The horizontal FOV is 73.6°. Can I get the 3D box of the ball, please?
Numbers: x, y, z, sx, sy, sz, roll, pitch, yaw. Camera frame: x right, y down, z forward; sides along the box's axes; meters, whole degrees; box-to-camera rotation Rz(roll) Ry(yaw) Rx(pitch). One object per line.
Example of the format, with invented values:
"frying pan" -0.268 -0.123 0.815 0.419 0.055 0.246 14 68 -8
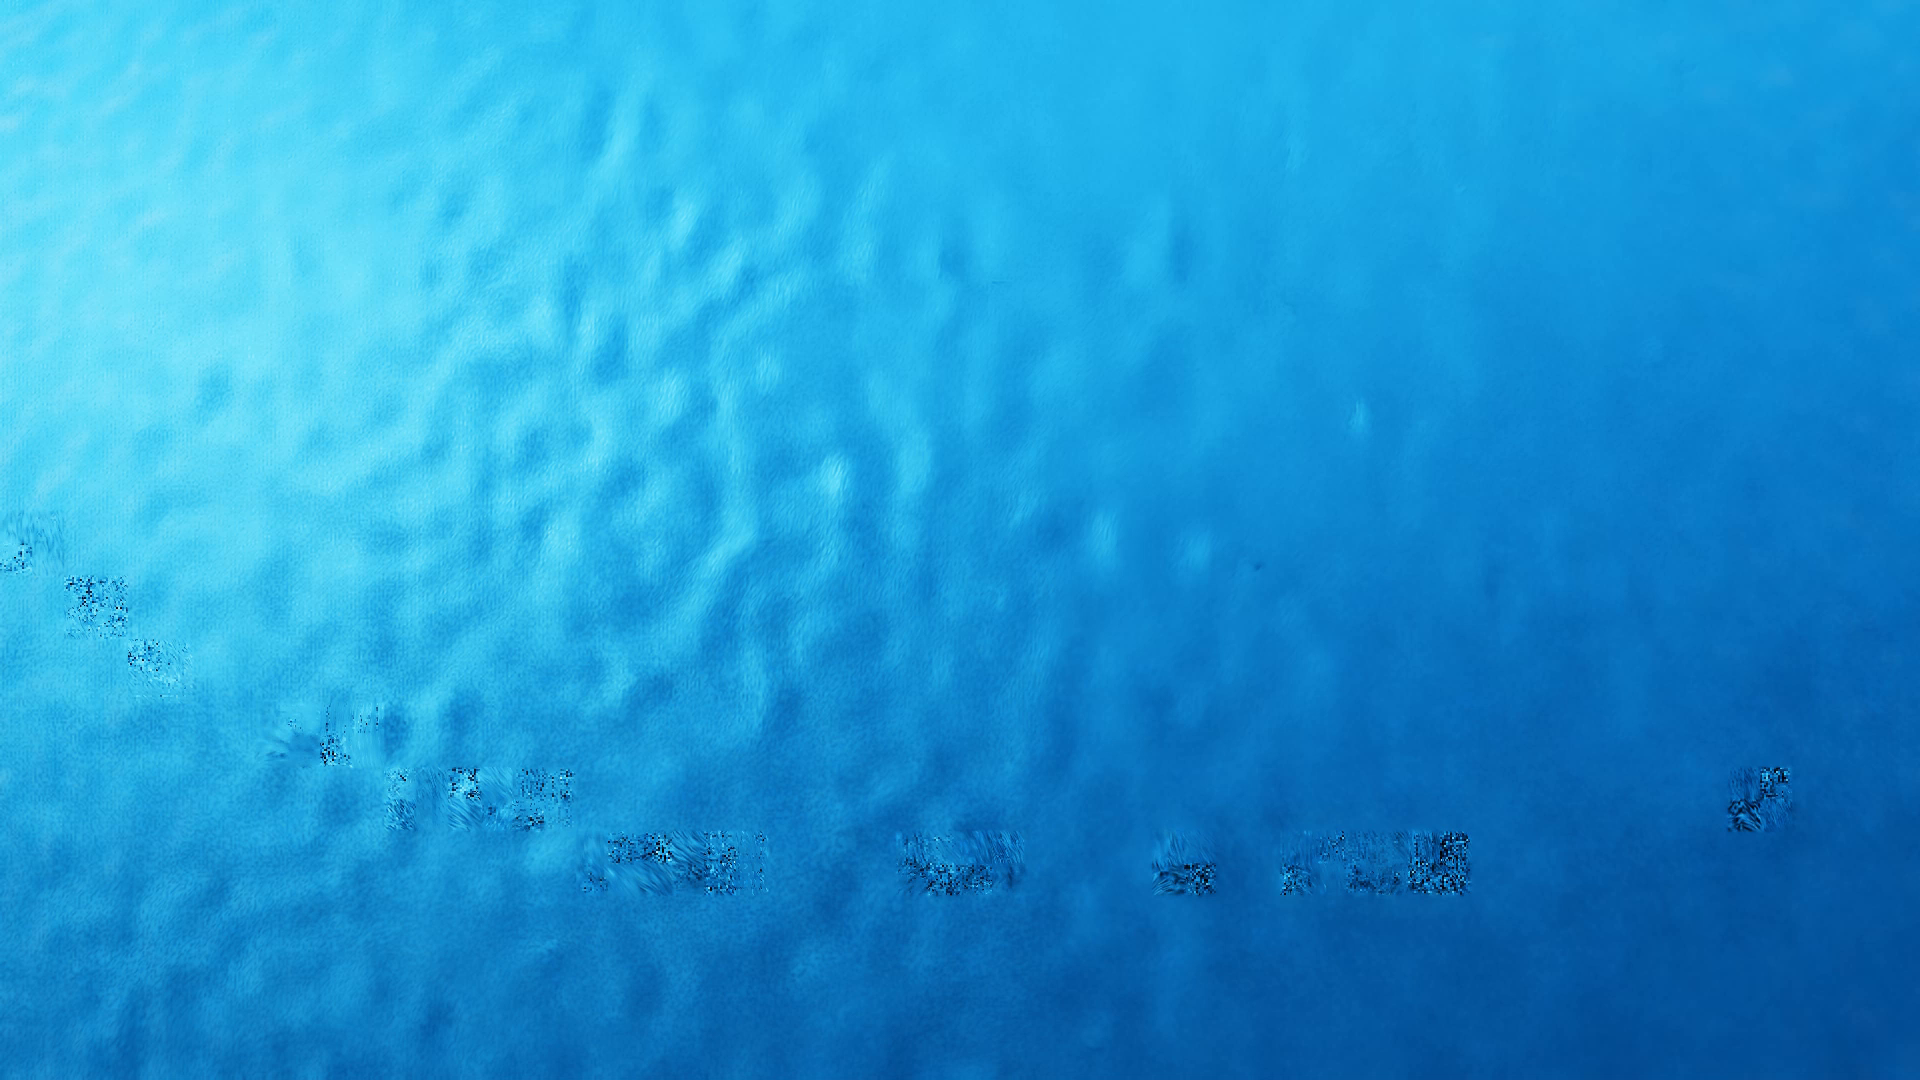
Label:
"ball" 0.002 -0.001 0.053 0.080 0.080 0.080 0 4 0
